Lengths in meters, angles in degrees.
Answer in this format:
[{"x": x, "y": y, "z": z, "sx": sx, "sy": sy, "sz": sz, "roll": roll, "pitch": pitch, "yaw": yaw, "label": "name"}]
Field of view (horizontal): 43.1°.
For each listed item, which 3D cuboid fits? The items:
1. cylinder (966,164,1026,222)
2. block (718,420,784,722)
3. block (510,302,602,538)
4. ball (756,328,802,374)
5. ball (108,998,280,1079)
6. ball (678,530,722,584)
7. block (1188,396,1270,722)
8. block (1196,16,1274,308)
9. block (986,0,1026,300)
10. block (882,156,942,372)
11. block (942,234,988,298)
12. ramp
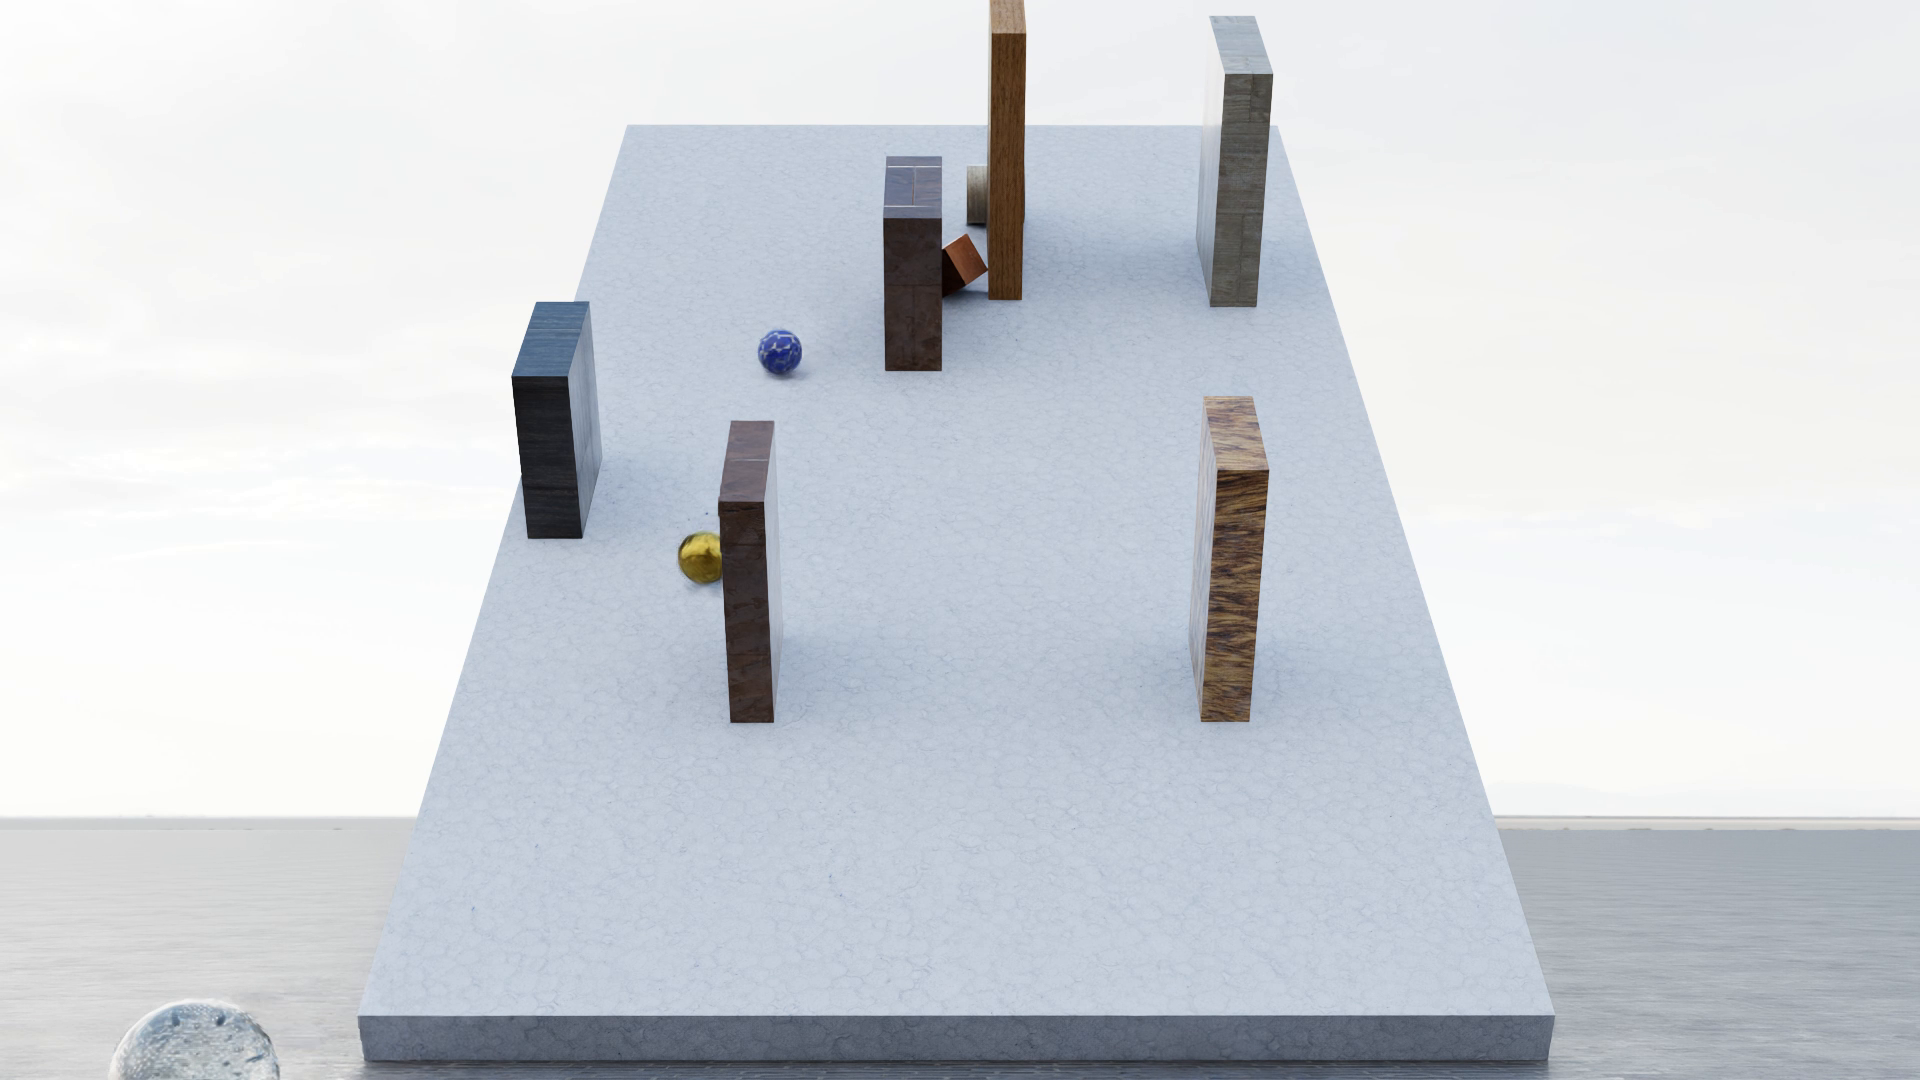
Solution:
[{"x": 0.099, "y": -0.970, "z": 6.819, "sx": 0.162, "sy": 0.162, "sz": 0.162, "roll": 0, "pitch": -7, "yaw": 0, "label": "cylinder"}, {"x": -0.408, "y": 0.062, "z": 4.780, "sx": 0.086, "sy": 0.503, "sz": 0.317, "roll": 0, "pitch": 31, "yaw": 0, "label": "block"}, {"x": -0.894, "y": -0.270, "z": 5.422, "sx": 0.121, "sy": 0.403, "sz": 0.366, "roll": 0, "pitch": 31, "yaw": 0, "label": "block"}, {"x": -0.447, "y": -0.468, "z": 6.031, "sx": 0.114, "sy": 0.114, "sz": 0.114, "roll": 0, "pitch": -7, "yaw": 0, "label": "ball"}, {"x": -0.894, "y": 0.633, "z": 2.841, "sx": 0.193, "sy": 0.193, "sz": 0.193, "roll": 0, "pitch": -7, "yaw": 0, "label": "ball"}, {"x": -0.545, "y": 0.036, "z": 5.195, "sx": 0.116, "sy": 0.116, "sz": 0.116, "roll": 0, "pitch": -7, "yaw": 0, "label": "ball"}, {"x": 0.521, "y": 0.039, "z": 4.761, "sx": 0.096, "sy": 0.569, "sz": 0.292, "roll": 0, "pitch": 31, "yaw": 0, "label": "block"}, {"x": 0.718, "y": -0.999, "z": 6.407, "sx": 0.122, "sy": 0.641, "sz": 0.435, "roll": 0, "pitch": 31, "yaw": 0, "label": "block"}, {"x": 0.120, "y": -1.058, "z": 6.416, "sx": 0.088, "sy": 0.730, "sz": 0.436, "roll": 0, "pitch": 31, "yaw": 0, "label": "block"}, {"x": -0.116, "y": -0.699, "z": 6.127, "sx": 0.142, "sy": 0.412, "sz": 0.391, "roll": 0, "pitch": 31, "yaw": 0, "label": "block"}, {"x": -0.022, "y": -0.718, "z": 6.404, "sx": 0.113, "sy": 0.113, "sz": 0.113, "roll": -23, "pitch": 11, "yaw": 41, "label": "block"}, {"x": -0.014, "y": -0.199, "z": 5.796, "sx": 2.000, "sy": 0.100, "sz": 4.000, "roll": 0, "pitch": 31, "yaw": 0, "label": "ramp"}]
